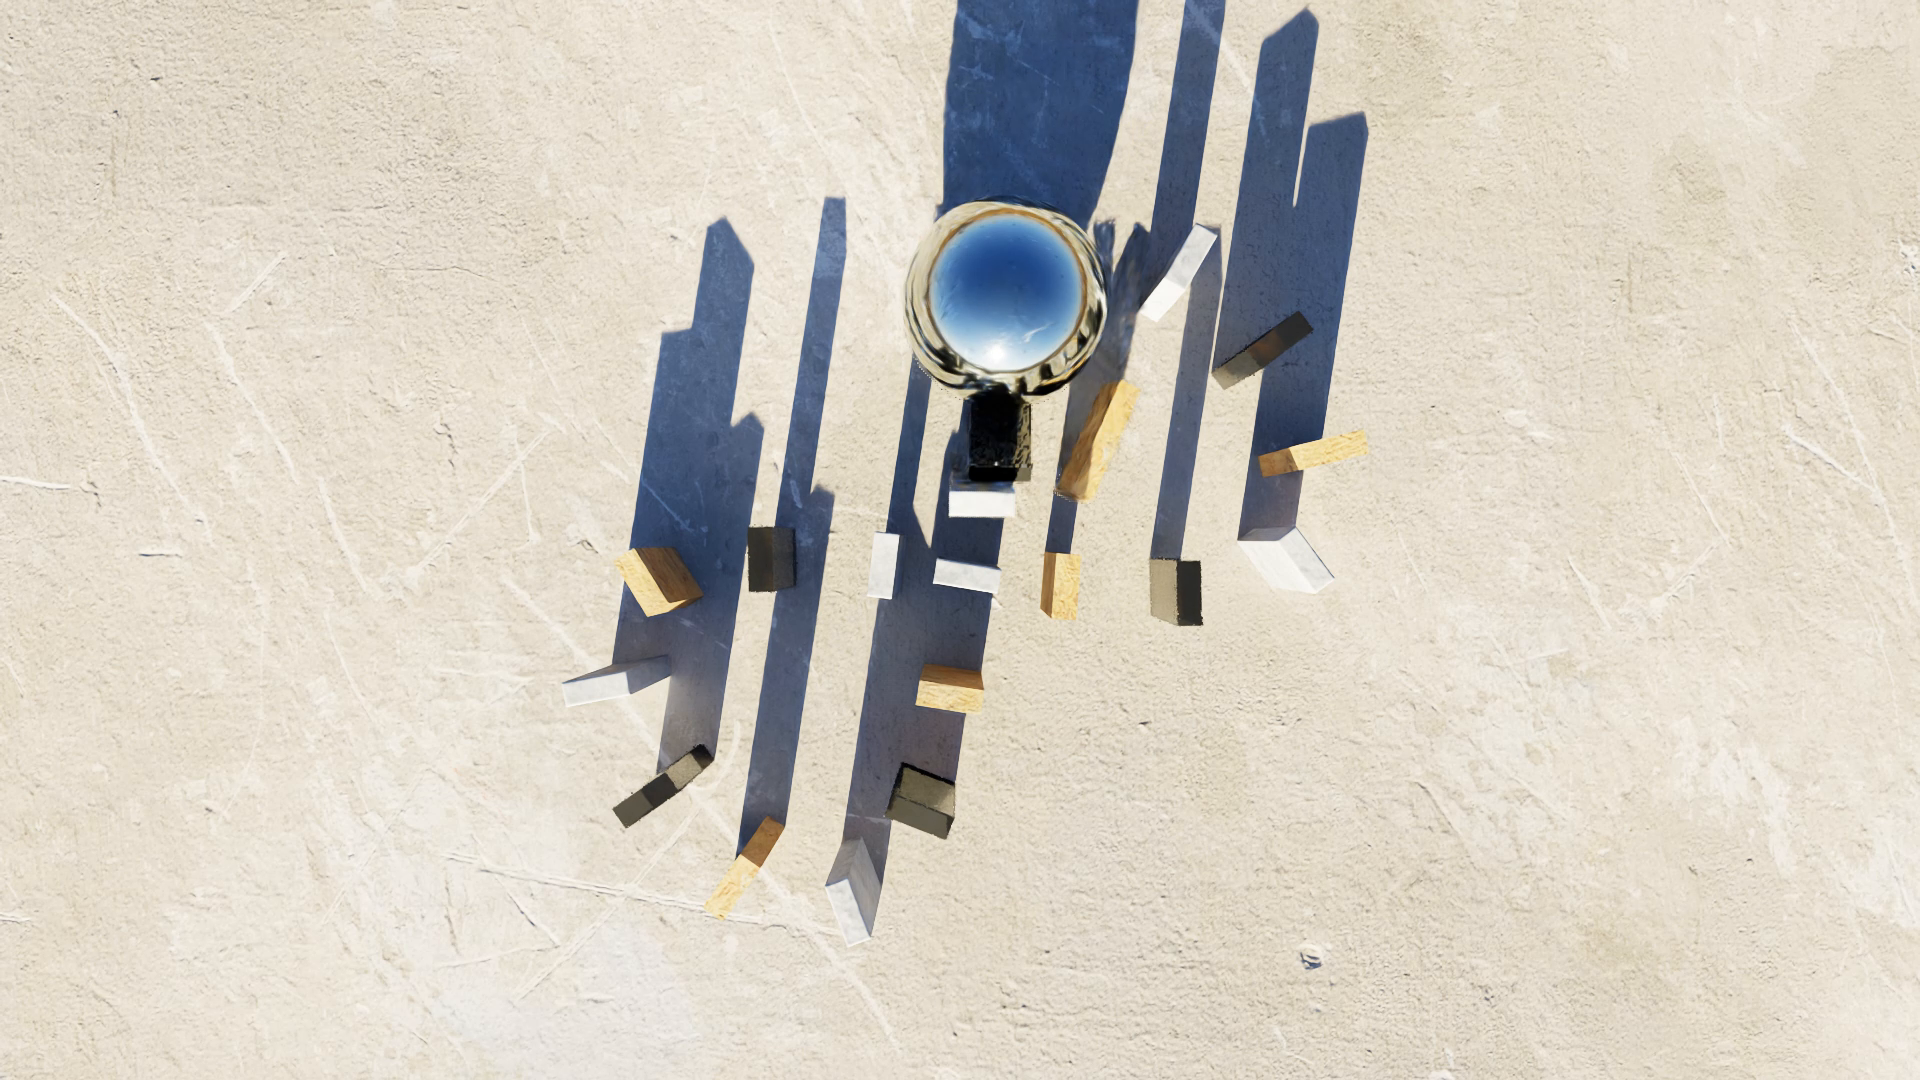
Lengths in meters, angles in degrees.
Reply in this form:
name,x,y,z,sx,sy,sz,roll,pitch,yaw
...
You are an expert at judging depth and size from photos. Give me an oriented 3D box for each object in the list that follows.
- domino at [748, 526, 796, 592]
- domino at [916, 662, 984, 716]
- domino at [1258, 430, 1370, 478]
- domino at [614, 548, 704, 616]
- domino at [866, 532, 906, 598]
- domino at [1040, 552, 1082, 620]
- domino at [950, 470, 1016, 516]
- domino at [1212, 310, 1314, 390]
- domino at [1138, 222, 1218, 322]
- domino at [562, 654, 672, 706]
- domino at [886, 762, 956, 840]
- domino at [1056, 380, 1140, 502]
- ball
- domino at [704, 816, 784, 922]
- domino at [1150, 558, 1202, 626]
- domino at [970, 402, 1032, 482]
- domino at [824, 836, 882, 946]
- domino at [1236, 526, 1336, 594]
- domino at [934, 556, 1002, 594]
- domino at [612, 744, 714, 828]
name,x,y,z,sx,sy,sz,roll,pitch,yaw
domino,-0.076,0.007,0.375,0.009,0.050,0.025,-1,90,0
domino,-0.004,0.060,0.375,0.025,0.050,0.010,9,90,0
domino,0.143,-0.035,0.375,0.025,0.050,0.009,-14,90,0
domino,-0.122,0.016,0.375,0.010,0.050,0.025,-32,90,0
domino,-0.029,0.010,0.375,0.010,0.050,0.025,7,90,0
domino,0.041,0.018,0.375,0.009,0.050,0.025,5,90,0
domino,0.009,-0.020,0.375,0.025,0.050,0.009,1,103,0
domino,0.122,-0.077,0.375,0.025,0.050,0.009,-37,90,0
domino,0.088,-0.108,0.375,0.010,0.050,0.025,30,90,0
domino,-0.139,0.057,0.375,0.025,0.050,0.010,-11,90,0
domino,-0.015,0.106,0.375,0.025,0.050,0.009,21,90,0
domino,0.058,-0.041,0.387,0.009,0.025,0.050,24,90,-10
ball,0.017,-0.092,0.357,0.080,0.080,0.080,0,90,0
domino,-0.087,0.133,0.375,0.009,0.050,0.025,35,90,0
domino,0.088,0.020,0.375,0.009,0.050,0.025,-1,90,0
domino,0.017,-0.047,0.383,0.025,0.010,0.050,1,57,0
domino,-0.043,0.142,0.375,0.009,0.050,0.025,-21,90,0
domino,0.132,0.008,0.375,0.009,0.050,0.025,-37,90,0
domino,0.003,0.014,0.375,0.025,0.050,0.009,9,90,0
domino,-0.120,0.100,0.375,0.025,0.050,0.009,-35,90,0
